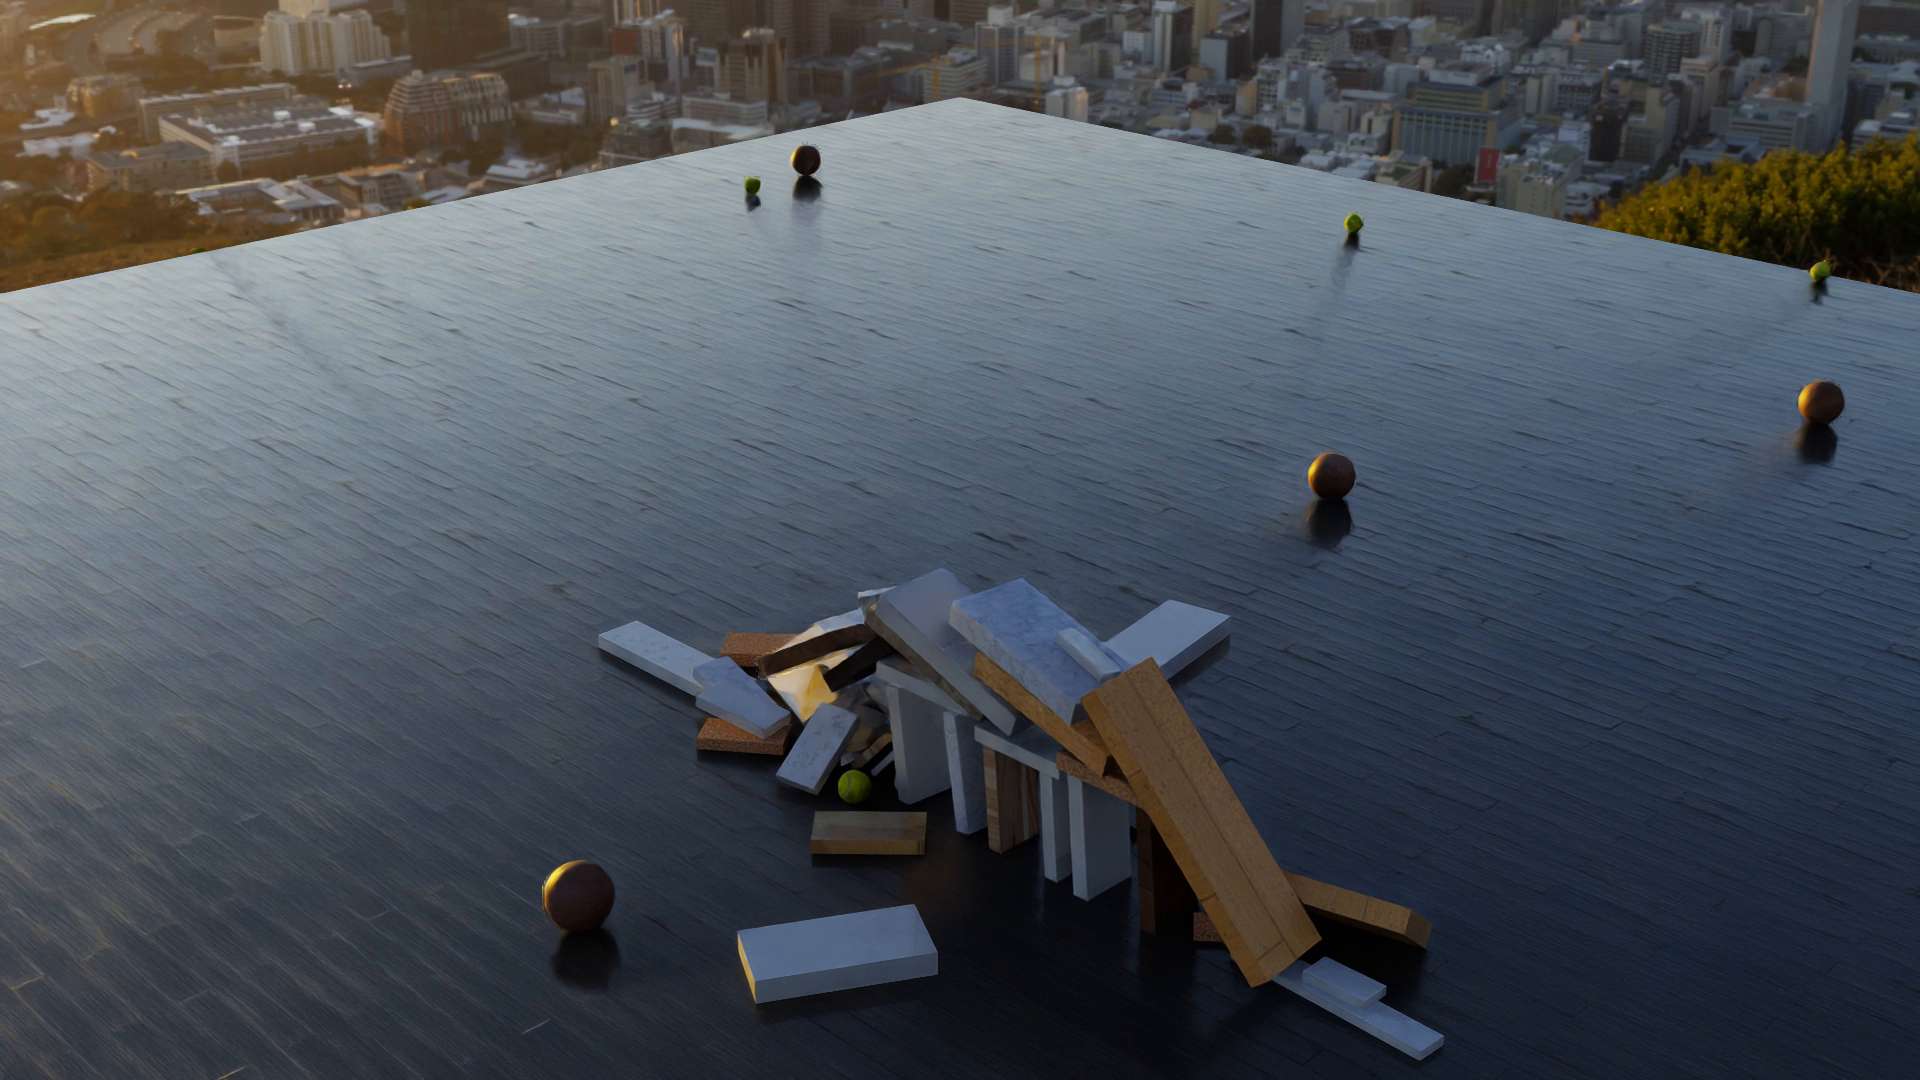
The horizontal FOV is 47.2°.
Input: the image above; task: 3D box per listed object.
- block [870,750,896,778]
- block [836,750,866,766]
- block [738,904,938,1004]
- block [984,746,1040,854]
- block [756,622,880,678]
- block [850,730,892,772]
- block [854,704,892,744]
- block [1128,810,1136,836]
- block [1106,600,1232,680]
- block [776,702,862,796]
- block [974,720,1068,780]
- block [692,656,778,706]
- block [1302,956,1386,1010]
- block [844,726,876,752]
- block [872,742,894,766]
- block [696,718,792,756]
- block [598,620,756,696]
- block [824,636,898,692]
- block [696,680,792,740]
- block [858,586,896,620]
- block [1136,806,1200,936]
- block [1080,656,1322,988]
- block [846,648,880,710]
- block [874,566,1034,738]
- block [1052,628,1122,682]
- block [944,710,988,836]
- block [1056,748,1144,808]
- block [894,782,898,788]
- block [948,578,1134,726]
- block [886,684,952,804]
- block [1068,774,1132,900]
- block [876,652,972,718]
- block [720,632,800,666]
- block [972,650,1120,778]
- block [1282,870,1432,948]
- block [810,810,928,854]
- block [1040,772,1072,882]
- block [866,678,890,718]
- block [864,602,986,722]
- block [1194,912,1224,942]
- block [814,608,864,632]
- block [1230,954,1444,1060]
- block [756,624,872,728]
[{"bbox_3d":[-0.138,0.456,4.570,0.054,0.109,0.015,-21,73,-40],"label":"block"},{"bbox_3d":[-0.275,0.444,4.645,0.150,0.021,0.075,6,21,45],"label":"block"},{"bbox_3d":[-0.221,0.741,3.953,0.330,0.047,0.165,-6,24,-14],"label":"block"},{"bbox_3d":[0.102,0.490,4.318,0.032,0.223,0.112,15,27,43],"label":"block"},{"bbox_3d":[-0.291,0.230,4.679,0.148,0.042,0.295,-13,-6,-39],"label":"block"},{"bbox_3d":[-0.161,0.432,4.583,0.075,0.150,0.021,-23,75,-43],"label":"block"},{"bbox_3d":[-0.233,0.395,4.727,0.185,0.026,0.093,19,60,45],"label":"block"},{"bbox_3d":[0.387,0.558,4.422,0.129,0.018,0.064,-14,26,-29],"label":"block"},{"bbox_3d":[0.421,0.269,5.067,0.167,0.047,0.533,15,27,32],"label":"block"},{"bbox_3d":[-0.293,0.432,4.574,0.095,0.027,0.190,17,61,27],"label":"block"},{"bbox_3d":[0.146,0.390,4.226,0.112,0.032,0.223,-22,31,-40],"label":"block"},{"bbox_3d":[-0.500,0.333,4.873,0.094,0.027,0.188,-18,46,-38],"label":"block"},{"bbox_3d":[0.674,0.777,3.858,0.131,0.019,0.066,21,31,40],"label":"block"},{"bbox_3d":[-0.258,0.422,4.628,0.150,0.021,0.075,-5,18,13],"label":"block"},{"bbox_3d":[-0.134,0.432,4.559,0.054,0.109,0.015,-21,73,-40],"label":"block"},{"bbox_3d":[-0.463,0.422,4.732,0.188,0.027,0.094,3,23,8],"label":"block"},{"bbox_3d":[-0.652,0.283,5.054,0.441,0.032,0.113,21,31,41],"label":"block"},{"bbox_3d":[-0.158,0.230,4.563,0.148,0.042,0.295,-24,-7,-33],"label":"block"},{"bbox_3d":[-0.468,0.367,4.761,0.188,0.027,0.094,23,31,26],"label":"block"},{"bbox_3d":[-0.142,0.129,4.555,0.129,0.064,0.018,-9,35,10],"label":"block"},{"bbox_3d":[0.383,0.587,4.052,0.126,0.252,0.036,-21,25,-40],"label":"block"},{"bbox_3d":[0.431,0.499,3.929,0.165,0.589,0.047,-26,-7,-41],"label":"block"},{"bbox_3d":[-0.159,0.251,4.891,0.335,0.047,0.167,-45,40,-15],"label":"block"},{"bbox_3d":[0.031,0.214,4.298,0.179,0.051,0.391,-23,54,-41],"label":"block"},{"bbox_3d":[0.236,0.213,4.091,0.129,0.018,0.064,42,26,26],"label":"block"},{"bbox_3d":[0.039,0.447,4.383,0.126,0.252,0.036,-19,20,-38],"label":"block"},{"bbox_3d":[0.314,0.427,4.057,0.252,0.036,0.126,21,31,41],"label":"block"},{"bbox_3d":[-0.105,0.460,4.536,0.054,0.109,0.015,-21,39,-40],"label":"block"},{"bbox_3d":[0.162,0.207,4.176,0.179,0.051,0.358,-18,42,-37],"label":"block"},{"bbox_3d":[-0.077,0.401,4.491,0.126,0.252,0.036,-18,21,-37],"label":"block"},{"bbox_3d":[0.265,0.541,4.160,0.126,0.252,0.036,-21,26,-41],"label":"block"},{"bbox_3d":[-0.034,0.278,4.408,0.252,0.036,0.126,21,31,39],"label":"block"},{"bbox_3d":[-0.436,0.257,5.115,0.226,0.032,0.113,2,23,4],"label":"block"},{"bbox_3d":[0.212,0.299,4.143,0.179,0.051,0.358,-19,43,-38],"label":"block"},{"bbox_3d":[0.681,0.663,4.019,0.330,0.047,0.165,14,-12,29],"label":"block"},{"bbox_3d":[-0.179,0.580,4.354,0.223,0.032,0.112,0,23,1],"label":"block"},{"bbox_3d":[0.207,0.531,4.220,0.112,0.223,0.032,-21,26,-41],"label":"block"},{"bbox_3d":[-0.094,0.313,4.739,0.112,0.032,0.223,50,41,7],"label":"block"},{"bbox_3d":[-0.021,0.219,4.348,0.328,0.042,0.148,40,42,25],"label":"block"},{"bbox_3d":[0.497,0.715,4.052,0.131,0.019,0.066,2,23,5],"label":"block"},{"bbox_3d":[-0.193,0.200,5.159,0.273,0.039,0.136,-17,28,-35],"label":"block"},{"bbox_3d":[0.655,0.798,3.855,0.066,0.019,0.419,-20,30,-39],"label":"block"},{"bbox_3d":[-0.318,0.306,4.835,0.167,0.047,0.335,-34,28,-9],"label":"block"}]
